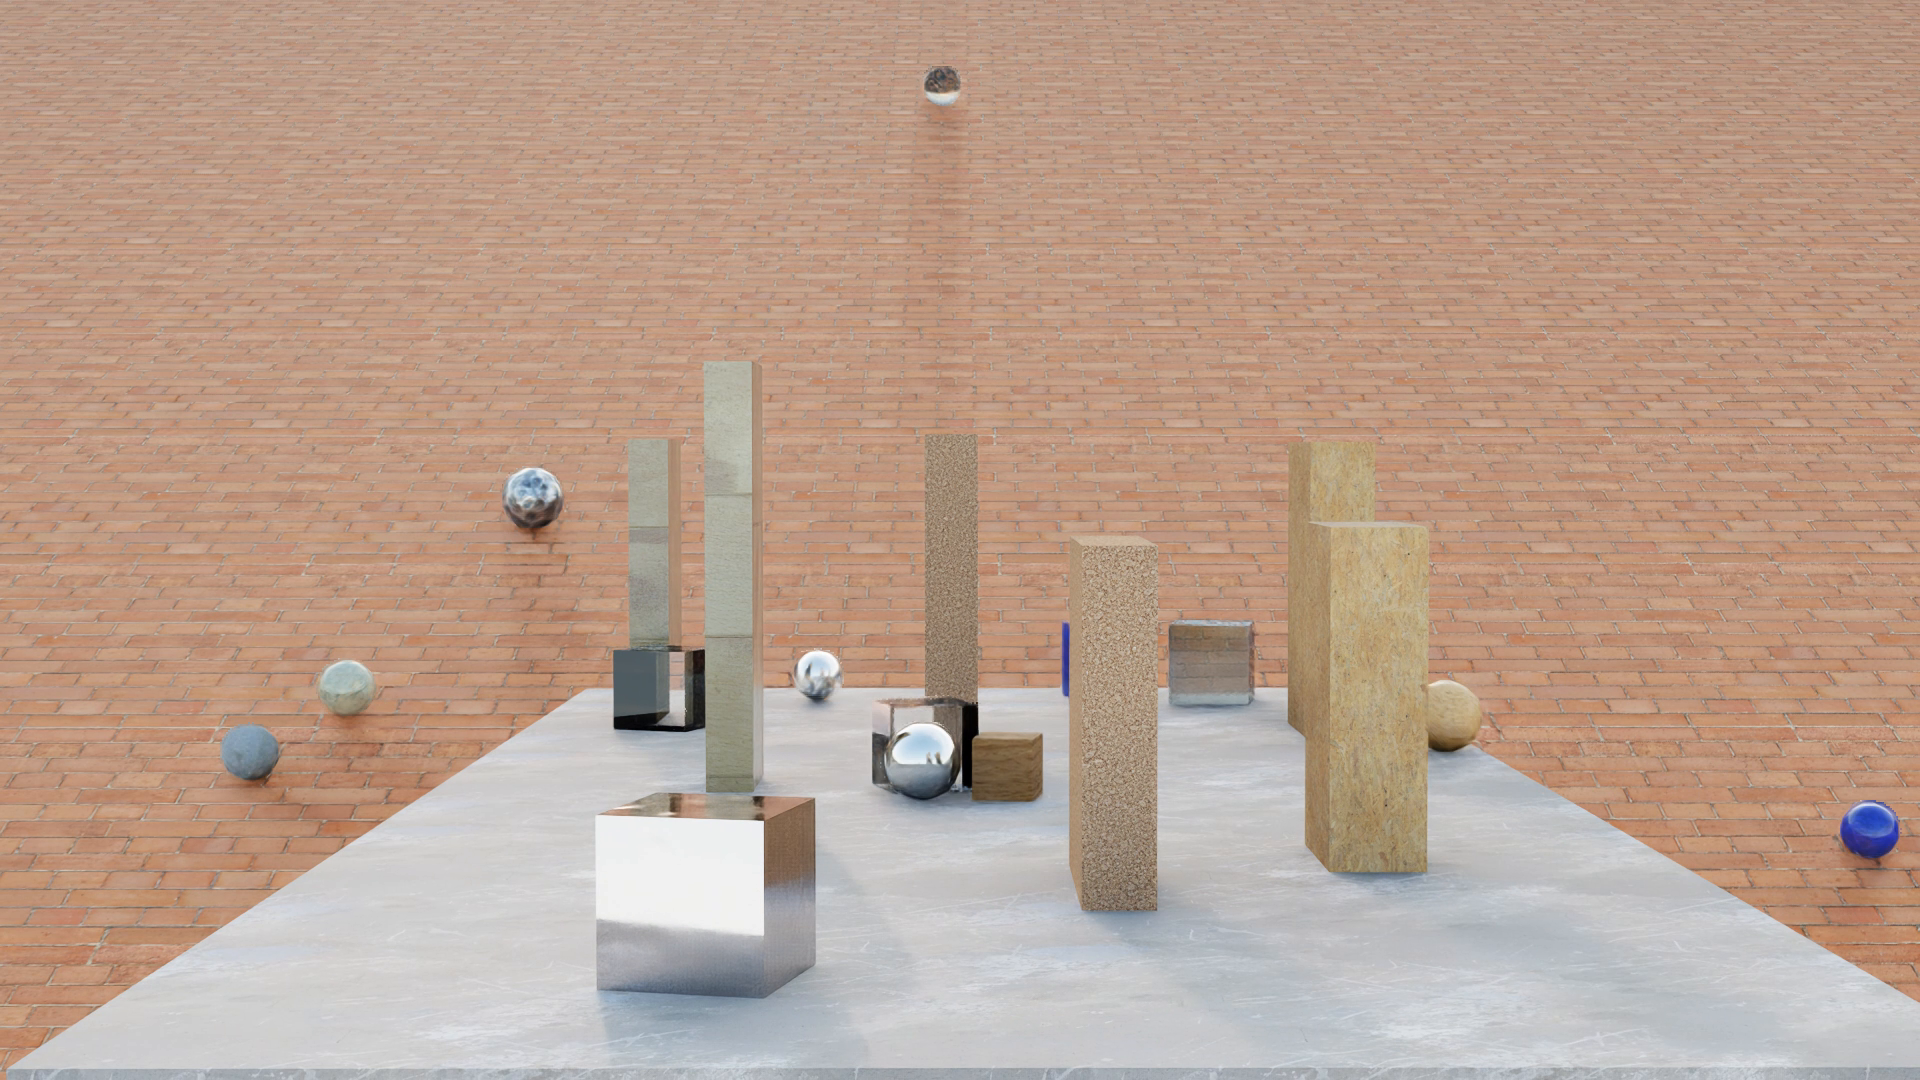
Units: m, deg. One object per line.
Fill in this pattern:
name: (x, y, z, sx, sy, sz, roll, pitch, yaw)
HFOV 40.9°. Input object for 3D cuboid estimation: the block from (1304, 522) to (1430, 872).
block: (0.603, 0.225, 3.835, 0.141, 0.498, 0.261, 0, 2, 0)

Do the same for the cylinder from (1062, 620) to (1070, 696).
cylinder: (0.344, 0.293, 6.364, 0.180, 0.180, 0.180, 0, 2, 0)

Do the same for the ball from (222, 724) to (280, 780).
ball: (-1.731, 0.519, 6.286, 0.135, 0.135, 0.135, 0, 24, 0)

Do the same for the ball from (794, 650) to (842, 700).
ball: (-0.344, 0.328, 6.237, 0.120, 0.120, 0.120, 0, 24, 0)

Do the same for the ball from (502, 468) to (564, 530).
ball: (-1.271, -0.124, 7.669, 0.183, 0.183, 0.183, 0, 24, 0)

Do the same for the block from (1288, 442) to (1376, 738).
block: (0.795, 0.101, 5.534, 0.134, 0.623, 0.353, 0, 2, 0)

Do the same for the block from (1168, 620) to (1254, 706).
block: (0.608, 0.294, 6.209, 0.190, 0.190, 0.190, 0, 2, 11)

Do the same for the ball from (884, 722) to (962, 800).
ball: (-0.064, 0.384, 4.484, 0.135, 0.135, 0.135, 0, 24, 0)

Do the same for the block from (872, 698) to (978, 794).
block: (-0.064, 0.369, 4.634, 0.154, 0.154, 0.154, -1, 2, -17)

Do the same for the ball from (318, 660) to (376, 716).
ball: (-1.568, 0.379, 6.592, 0.142, 0.142, 0.142, 0, 24, 0)

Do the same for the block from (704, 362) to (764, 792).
block: (-0.410, 0.062, 4.686, 0.084, 0.765, 0.250, 0, 2, 0)

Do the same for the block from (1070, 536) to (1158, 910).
block: (0.210, 0.242, 3.587, 0.100, 0.483, 0.377, 0, 2, 0)

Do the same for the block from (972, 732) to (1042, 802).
block: (0.083, 0.397, 4.517, 0.107, 0.107, 0.107, 0, 2, 11)

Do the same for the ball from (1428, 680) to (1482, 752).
ball: (0.977, 0.354, 5.178, 0.143, 0.143, 0.143, 0, 24, 0)

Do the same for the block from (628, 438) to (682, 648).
block: (-0.695, 0.085, 5.881, 0.089, 0.631, 0.266, 0, 2, 0)

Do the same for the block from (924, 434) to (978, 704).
block: (-0.018, 0.098, 5.413, 0.107, 0.639, 0.342, 0, 2, 0)

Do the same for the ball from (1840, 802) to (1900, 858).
ball: (2.102, 0.671, 5.951, 0.130, 0.130, 0.130, 0, 24, 0)

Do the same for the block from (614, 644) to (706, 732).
block: (-0.642, 0.323, 5.645, 0.172, 0.172, 0.172, 1, 2, 20)

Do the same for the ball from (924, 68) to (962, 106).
ball: (-0.083, -2.151, 12.214, 0.181, 0.181, 0.181, 0, 24, 0)

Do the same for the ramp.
ramp: (0.055, 0.499, 4.546, 2.000, 0.100, 4.000, 0, 2, 0)

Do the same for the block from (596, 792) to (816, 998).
block: (-0.291, 0.407, 2.981, 0.199, 0.199, 0.199, 0, 2, 14)
